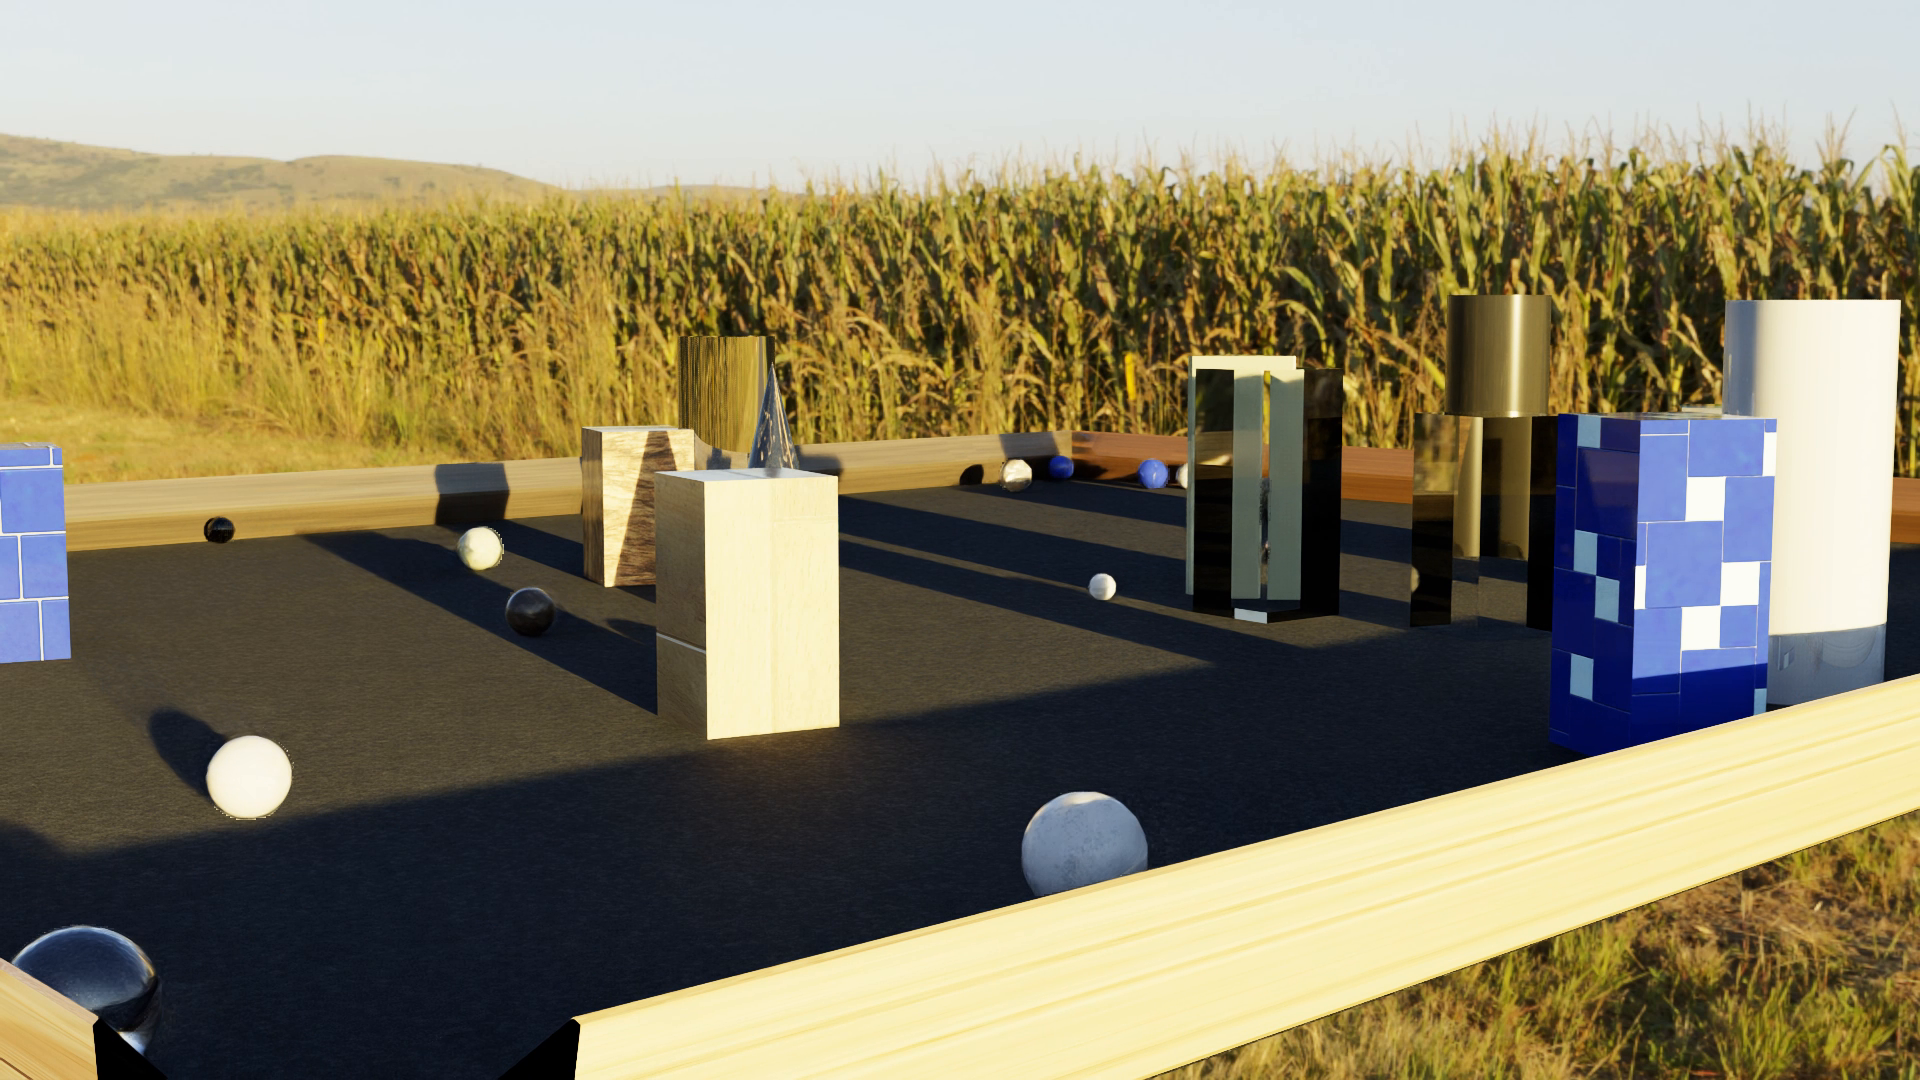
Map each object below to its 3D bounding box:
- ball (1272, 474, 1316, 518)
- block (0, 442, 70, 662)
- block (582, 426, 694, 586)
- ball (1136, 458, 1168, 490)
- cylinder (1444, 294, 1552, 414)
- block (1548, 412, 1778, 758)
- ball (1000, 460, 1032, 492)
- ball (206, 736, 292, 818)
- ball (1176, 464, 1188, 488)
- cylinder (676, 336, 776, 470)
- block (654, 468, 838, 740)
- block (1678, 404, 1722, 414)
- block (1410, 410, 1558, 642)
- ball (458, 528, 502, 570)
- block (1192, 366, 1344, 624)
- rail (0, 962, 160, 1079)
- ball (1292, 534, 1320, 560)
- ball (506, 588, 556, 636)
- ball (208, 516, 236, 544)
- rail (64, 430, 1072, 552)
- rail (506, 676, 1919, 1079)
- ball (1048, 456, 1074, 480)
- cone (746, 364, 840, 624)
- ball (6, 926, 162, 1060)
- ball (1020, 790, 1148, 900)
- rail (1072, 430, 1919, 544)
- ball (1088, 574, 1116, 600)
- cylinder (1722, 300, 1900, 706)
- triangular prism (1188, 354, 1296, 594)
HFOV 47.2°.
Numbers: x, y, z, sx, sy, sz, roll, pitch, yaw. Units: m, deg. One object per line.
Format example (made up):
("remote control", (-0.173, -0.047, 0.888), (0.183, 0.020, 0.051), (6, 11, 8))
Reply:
("ball", (0.702, -0.091, 4.633), (0.092, 0.092, 0.092), (0, 6, 0))
("block", (-1.231, 0.014, 2.812), (0.149, 0.267, 0.149), (-3, 7, -28))
("block", (-0.526, -0.059, 3.592), (0.149, 0.247, 0.149), (-3, 7, -22))
("ball", (0.469, -0.162, 5.377), (0.076, 0.076, 0.076), (0, 6, 0))
("cylinder", (0.983, -0.215, 4.036), (0.186, 0.465, 0.186), (0, 6, 0))
("block", (0.697, 0.045, 2.192), (0.149, 0.337, 0.149), (-2, 6, -15))
("ball", (0.136, -0.155, 5.301), (0.078, 0.078, 0.078), (0, 6, 0))
("ball", (-0.621, 0.207, 1.921), (0.072, 0.072, 0.072), (0, 6, 0))
("ball", (0.561, -0.156, 5.385), (0.063, 0.063, 0.063), (0, 6, 0))
("cylinder", (-0.444, -0.194, 4.196), (0.186, 0.388, 0.186), (0, 6, 0))
("block", (-0.230, 0.063, 2.357), (0.149, 0.267, 0.149), (-3, 7, -28))
("block", (1.154, -0.052, 3.302), (0.149, 0.296, 0.149), (2, 6, 15))
("block", (0.726, -0.023, 3.014), (0.149, 0.299, 0.149), (-3, 7, -24))
("ball", (-0.815, 0.015, 3.730), (0.072, 0.072, 0.072), (0, 6, 0))
("block", (0.445, -0.070, 3.186), (0.149, 0.356, 0.149), (-5, 8, -38))
("rail", (-1.362, 0.164, 2.083), (0.045, 0.121, 3.205), (-6, 8, -42))
("ball", (0.611, 0.012, 3.886), (0.046, 0.046, 0.046), (0, 6, 0))
("ball", (-0.583, 0.097, 2.985), (0.066, 0.066, 0.066), (0, 6, 0))
("ball", (-1.395, -0.019, 4.150), (0.050, 0.050, 0.050), (0, 6, 0))
("rail", (-1.071, -0.091, 4.486), (3.753, 0.121, 0.045), (-6, 8, -42))
("rail", (1.071, 0.154, 2.179), (3.753, 0.121, 0.045), (-6, 8, -42))
("ball", (0.260, -0.185, 5.650), (0.065, 0.065, 0.065), (0, 6, 0))
("cone", (-0.262, -0.066, 3.090), (0.186, 0.368, 0.186), (0, 6, 0))
("ball", (-0.505, 0.267, 1.259), (0.091, 0.091, 0.091), (0, 6, 0))
("ball", (0.091, 0.230, 1.605), (0.093, 0.093, 0.093), (0, 6, 0))
("rail", (1.362, -0.101, 4.582), (0.045, 0.121, 3.205), (-6, 8, -42))
("ball", (0.216, 0.071, 3.344), (0.041, 0.041, 0.041), (0, 6, 0))
("cylinder", (0.969, -0.048, 2.526), (0.186, 0.451, 0.186), (0, 6, 0))
("triangular prism", (0.435, -0.106, 3.465), (0.161, 0.369, 0.140), (0, 6, 1))
